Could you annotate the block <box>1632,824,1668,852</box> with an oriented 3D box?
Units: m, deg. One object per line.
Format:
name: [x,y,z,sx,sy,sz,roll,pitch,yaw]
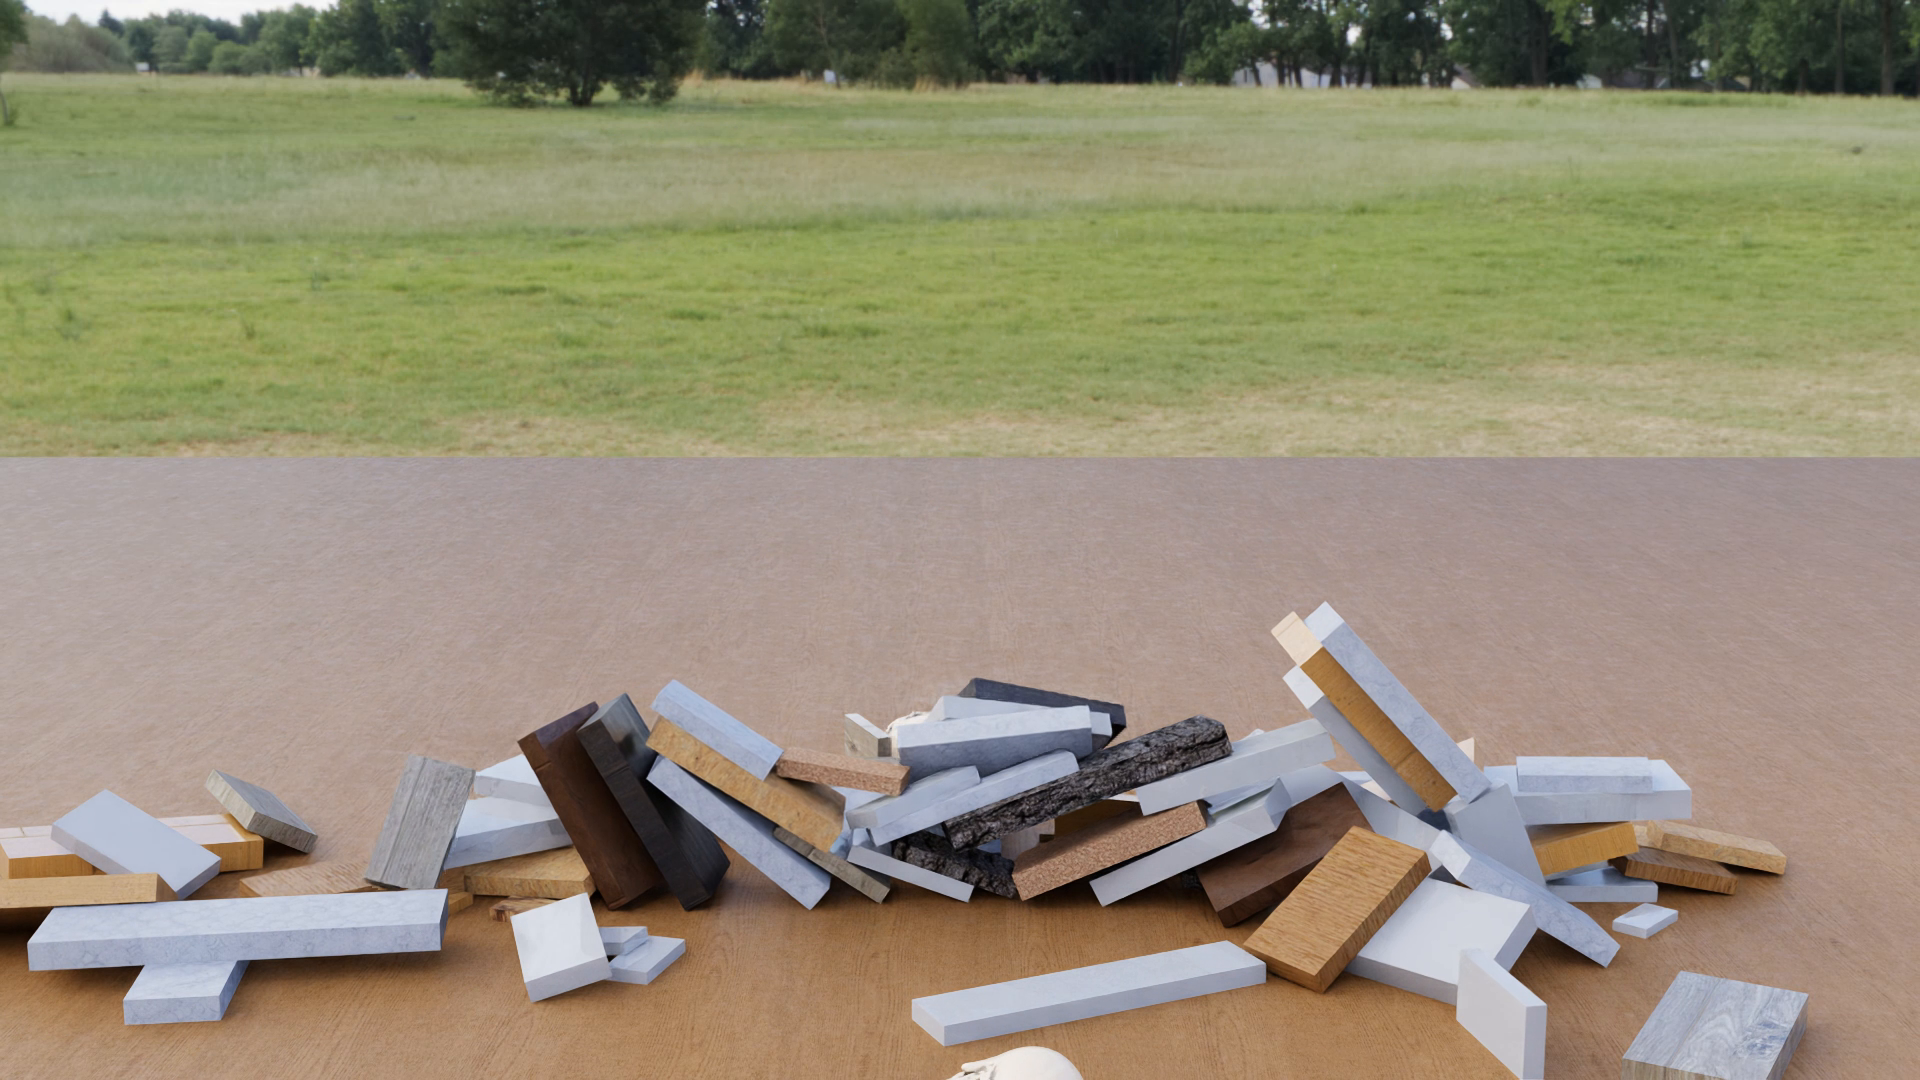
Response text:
block: [1.153,0.530,3.911,0.212,0.030,0.106,7,13,34]

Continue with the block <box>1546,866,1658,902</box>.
block: [1.053,0.575,3.674,0.196,0.028,0.098,0,11,1]

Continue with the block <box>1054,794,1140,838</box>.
block: [0.281,0.503,3.821,0.232,0.116,0.033,4,11,18]

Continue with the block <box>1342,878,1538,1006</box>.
block: [0.668,0.588,3.324,0.354,0.050,0.177,10,44,43]

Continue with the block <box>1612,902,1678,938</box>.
block: [1.098,0.609,3.521,0.057,0.016,0.113,10,14,42]

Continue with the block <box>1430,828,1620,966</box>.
block: [0.868,0.550,3.386,0.281,0.040,0.140,31,6,-10]

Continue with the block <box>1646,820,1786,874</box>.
block: [1.305,0.528,3.800,0.211,0.030,0.105,11,8,3]

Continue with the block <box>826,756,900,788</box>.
block: [-0.148,0.471,3.934,0.356,0.050,0.178,0,42,-1]

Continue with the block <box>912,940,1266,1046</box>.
block: [0.194,0.659,3.215,0.533,0.030,0.106,-5,12,-26]

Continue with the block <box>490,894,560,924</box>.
block: [-0.679,0.602,3.551,0.141,0.020,0.071,4,11,21]

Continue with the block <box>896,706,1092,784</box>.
block: [0.060,0.357,3.739,0.324,0.155,0.044,-6,54,-1]

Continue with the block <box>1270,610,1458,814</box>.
block: [0.657,0.279,3.582,0.050,0.353,0.176,-42,17,6]

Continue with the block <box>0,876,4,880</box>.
block: [-1.656,0.599,3.521,0.132,0.037,0.264,1,11,6]

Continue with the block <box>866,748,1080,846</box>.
block: [0.018,0.424,3.635,0.356,0.029,0.103,-20,3,-8]

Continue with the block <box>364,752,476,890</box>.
block: [-0.872,0.463,3.559,0.109,0.219,0.031,15,-27,-2]

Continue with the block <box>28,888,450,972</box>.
block: [-1.086,0.590,3.343,0.590,0.043,0.153,-1,11,-8]

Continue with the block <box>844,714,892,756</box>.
block: [-0.183,0.414,4.356,0.027,0.095,0.191,-4,11,-22]

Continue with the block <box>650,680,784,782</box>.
block: [-0.397,0.310,3.603,0.219,0.031,0.109,33,9,0]

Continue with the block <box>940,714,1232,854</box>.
block: [0.203,0.401,3.646,0.480,0.050,0.176,-20,2,-6]

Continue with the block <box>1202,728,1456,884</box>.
block: [0.599,0.473,3.646,0.177,0.050,0.513,-35,33,-18]

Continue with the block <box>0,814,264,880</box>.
block: [-1.421,0.528,3.759,0.407,0.050,0.178,0,9,-32]

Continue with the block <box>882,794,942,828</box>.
block: [-0.002,0.396,3.895,0.153,0.043,0.305,14,34,20]

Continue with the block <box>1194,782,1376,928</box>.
block: [0.524,0.507,3.552,0.281,0.040,0.140,-28,30,2]

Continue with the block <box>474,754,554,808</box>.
block: [-0.695,0.420,3.789,0.268,0.035,0.124,5,14,31]

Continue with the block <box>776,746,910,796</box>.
block: [-0.192,0.384,3.655,0.206,0.029,0.103,9,7,7]

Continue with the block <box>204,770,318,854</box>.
block: [-1.263,0.488,3.967,0.122,0.035,0.304,30,-7,-32]

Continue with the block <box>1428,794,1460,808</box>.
block: [0.889,0.483,3.877,0.299,0.042,0.149,-12,26,-4]

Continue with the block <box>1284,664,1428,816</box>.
block: [0.646,0.329,3.593,0.037,0.283,0.130,-42,21,6]

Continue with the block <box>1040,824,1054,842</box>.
block: [0.244,0.532,3.938,0.197,0.016,0.057,2,11,12]

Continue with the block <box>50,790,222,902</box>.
block: [-1.369,0.513,3.655,0.245,0.035,0.122,27,31,12]

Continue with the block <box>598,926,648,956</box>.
block: [-0.561,0.619,3.395,0.141,0.020,0.071,-5,9,23]

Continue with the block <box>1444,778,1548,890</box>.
block: [0.859,0.498,3.521,0.105,0.211,0.030,-28,17,-11]

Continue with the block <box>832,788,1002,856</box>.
block: [-0.086,0.502,3.828,0.310,0.044,0.155,0,40,-1]

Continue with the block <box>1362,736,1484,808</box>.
block: [0.758,0.422,3.718,0.259,0.037,0.130,-27,8,19]

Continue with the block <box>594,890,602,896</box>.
block: [-0.564,0.550,3.787,0.124,0.035,0.248,9,14,40]
